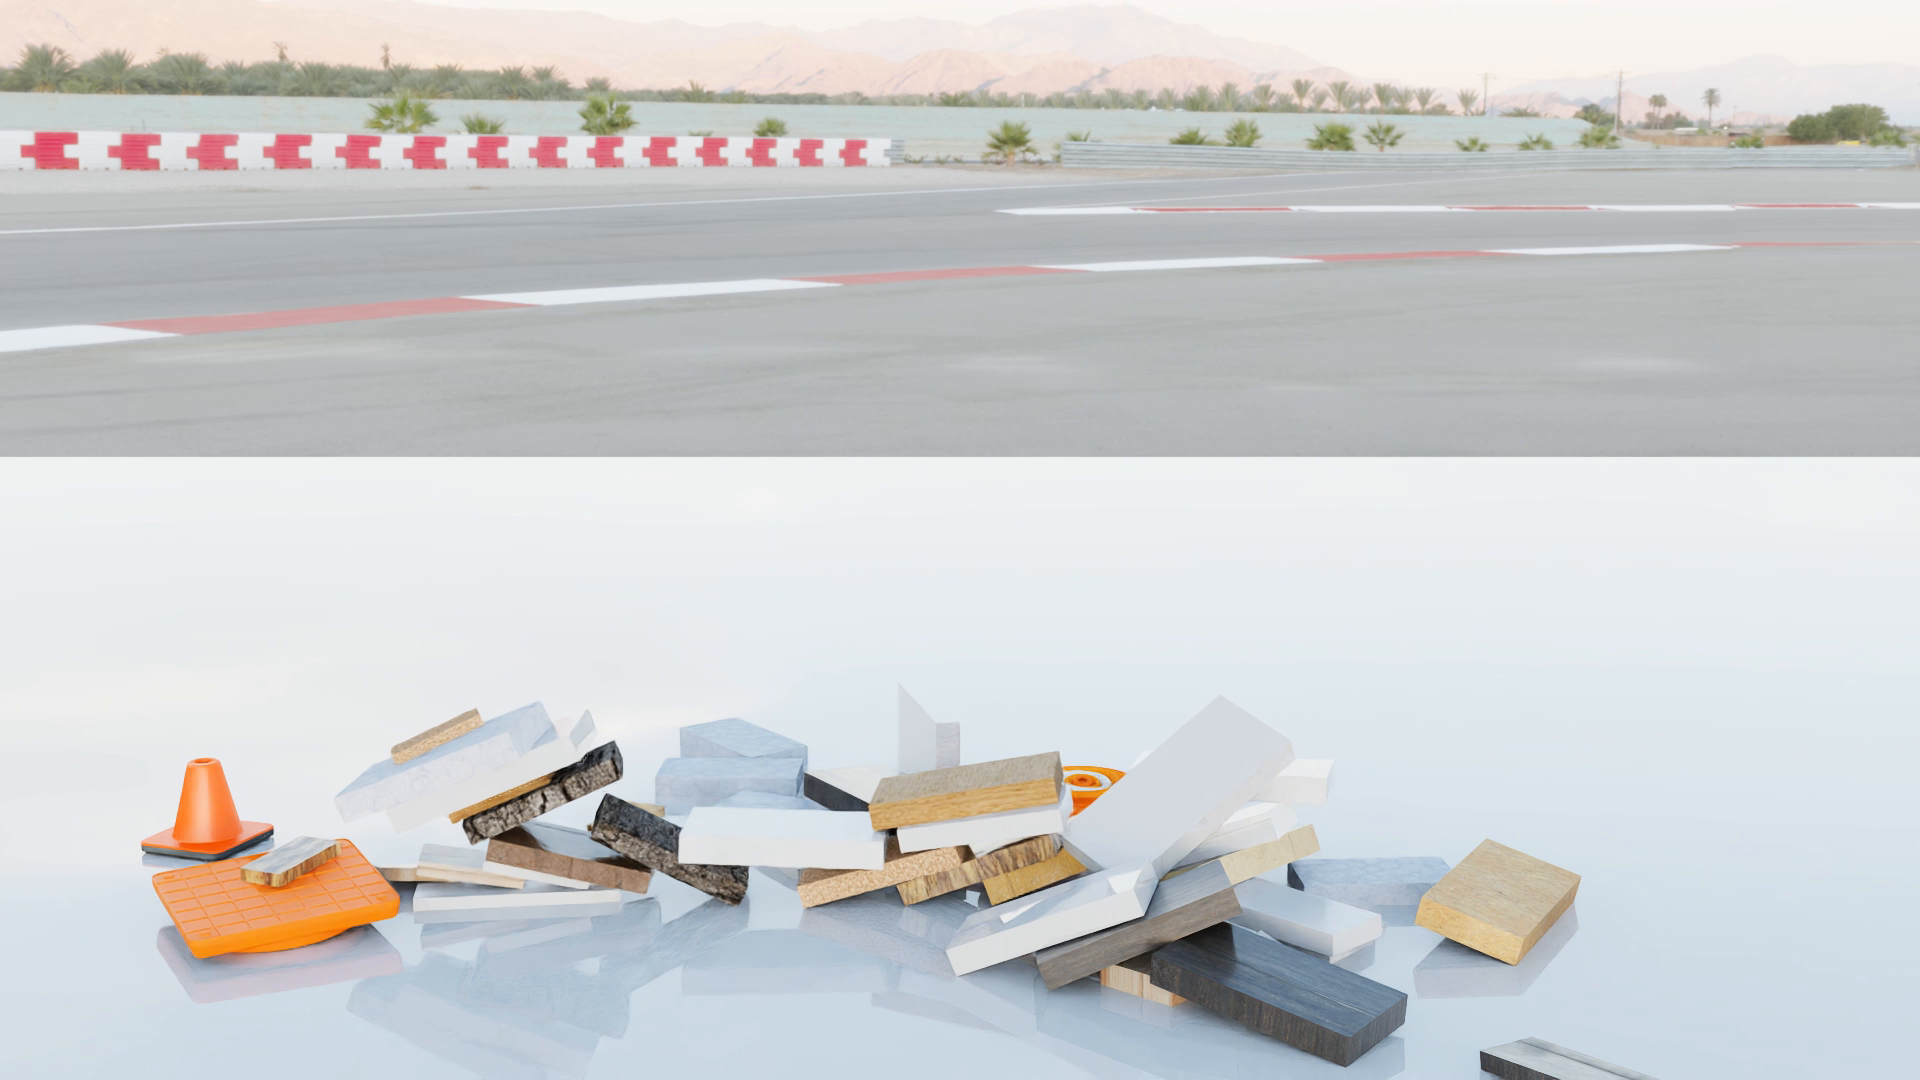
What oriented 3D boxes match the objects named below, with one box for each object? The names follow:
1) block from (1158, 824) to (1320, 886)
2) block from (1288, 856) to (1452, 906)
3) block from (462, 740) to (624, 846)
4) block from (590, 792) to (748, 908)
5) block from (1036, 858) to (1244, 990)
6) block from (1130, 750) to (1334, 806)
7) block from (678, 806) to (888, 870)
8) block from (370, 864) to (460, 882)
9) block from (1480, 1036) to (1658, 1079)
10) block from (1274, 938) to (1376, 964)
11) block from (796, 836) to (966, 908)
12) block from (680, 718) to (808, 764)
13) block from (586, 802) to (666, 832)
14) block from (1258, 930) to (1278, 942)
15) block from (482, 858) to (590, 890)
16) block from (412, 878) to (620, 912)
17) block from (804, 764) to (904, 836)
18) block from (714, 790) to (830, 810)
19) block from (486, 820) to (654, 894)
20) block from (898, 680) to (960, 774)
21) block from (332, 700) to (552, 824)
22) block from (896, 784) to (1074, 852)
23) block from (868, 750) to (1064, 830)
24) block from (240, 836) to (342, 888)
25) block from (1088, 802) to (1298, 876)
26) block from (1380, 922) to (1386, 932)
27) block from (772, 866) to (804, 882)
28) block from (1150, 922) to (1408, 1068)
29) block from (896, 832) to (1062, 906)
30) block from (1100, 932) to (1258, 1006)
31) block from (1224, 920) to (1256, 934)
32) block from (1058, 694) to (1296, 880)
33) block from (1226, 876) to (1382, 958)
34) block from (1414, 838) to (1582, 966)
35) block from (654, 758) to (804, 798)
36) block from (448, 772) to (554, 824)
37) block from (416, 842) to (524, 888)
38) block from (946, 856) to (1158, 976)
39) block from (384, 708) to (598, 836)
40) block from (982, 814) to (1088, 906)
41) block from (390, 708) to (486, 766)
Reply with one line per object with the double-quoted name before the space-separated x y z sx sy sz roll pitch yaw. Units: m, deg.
"block" 0.430 0.539 3.615 0.166 0.047 0.332 -22 -9 41
"block" 0.690 0.570 3.674 0.263 0.037 0.131 -1 11 -4
"block" -0.689 0.418 3.647 0.266 0.038 0.133 -24 10 -4
"block" -0.478 0.512 3.640 0.266 0.038 0.133 27 9 -10
"block" 0.263 0.574 3.291 0.307 0.043 0.153 -22 6 2
"block" 0.458 0.399 3.696 0.325 0.046 0.162 2 5 14
"block" -0.286 0.490 3.620 0.329 0.047 0.165 2 10 1
"block" -0.908 0.561 3.709 0.151 0.021 0.076 0 -4 6
"block" 0.817 0.703 2.855 0.091 0.026 0.323 -7 4 -26
"block" 0.510 0.605 3.486 0.263 0.037 0.131 9 14 41
"block" -0.127 0.536 3.645 0.270 0.038 0.135 -16 9 7
"block" -0.443 0.419 4.484 0.135 0.038 0.276 -8 13 -36
"block" -0.610 0.514 4.021 0.076 0.021 0.151 4 11 22
"block" 0.481 0.628 3.324 0.090 0.013 0.045 32 28 23
"block" -0.698 0.539 3.649 0.174 0.025 0.087 12 11 -7
"block" -0.731 0.584 3.642 0.333 0.021 0.076 -1 11 -8
"block" -0.139 0.467 3.979 0.163 0.046 0.326 -3 8 -29
"block" -0.312 0.508 4.004 0.271 0.038 0.135 5 12 25
"block" -0.639 0.520 3.647 0.266 0.038 0.133 13 11 -3
"block" -0.062 0.393 4.285 0.046 0.163 0.326 -3 11 -14
"block" -0.850 0.365 3.624 0.329 0.047 0.165 -21 10 13
"block" 0.043 0.455 3.605 0.270 0.038 0.135 -9 10 11
"block" 0.012 0.414 3.637 0.307 0.043 0.153 -10 10 8
"block" -1.095 0.525 3.601 0.078 0.022 0.156 4 14 21
"block" 0.386 0.502 3.650 0.325 0.046 0.162 -19 -4 20
"block" 0.630 0.612 3.513 0.090 0.013 0.045 8 13 38
"block" -0.286 0.552 3.812 0.078 0.022 0.156 -7 13 -33
"block" 0.452 0.640 3.138 0.326 0.046 0.163 17 22 37
"block" 0.037 0.524 3.642 0.270 0.038 0.135 -20 8 13
"block" 0.346 0.634 3.330 0.131 0.037 0.263 9 14 40
"block" 0.405 0.600 3.376 0.045 0.013 0.090 -10 14 -42
"block" 0.352 0.414 3.560 0.369 0.047 0.166 -38 44 -19
"block" 0.515 0.582 3.411 0.123 0.035 0.246 -10 15 -43
"block" 0.865 0.575 3.520 0.166 0.047 0.332 21 19 26
"block" -0.445 0.460 4.263 0.271 0.038 0.135 0 11 2
"block" -0.760 0.414 3.644 0.174 0.025 0.087 -23 10 0
"block" -0.809 0.541 3.654 0.174 0.025 0.087 9 11 -9
"block" 0.141 0.570 3.339 0.307 0.043 0.153 -21 5 16
"block" -0.770 0.381 3.633 0.329 0.047 0.165 -22 10 5
"block" 0.193 0.507 3.665 0.325 0.046 0.162 -21 8 0
"block" -0.871 0.328 3.667 0.156 0.022 0.078 -26 10 -13
